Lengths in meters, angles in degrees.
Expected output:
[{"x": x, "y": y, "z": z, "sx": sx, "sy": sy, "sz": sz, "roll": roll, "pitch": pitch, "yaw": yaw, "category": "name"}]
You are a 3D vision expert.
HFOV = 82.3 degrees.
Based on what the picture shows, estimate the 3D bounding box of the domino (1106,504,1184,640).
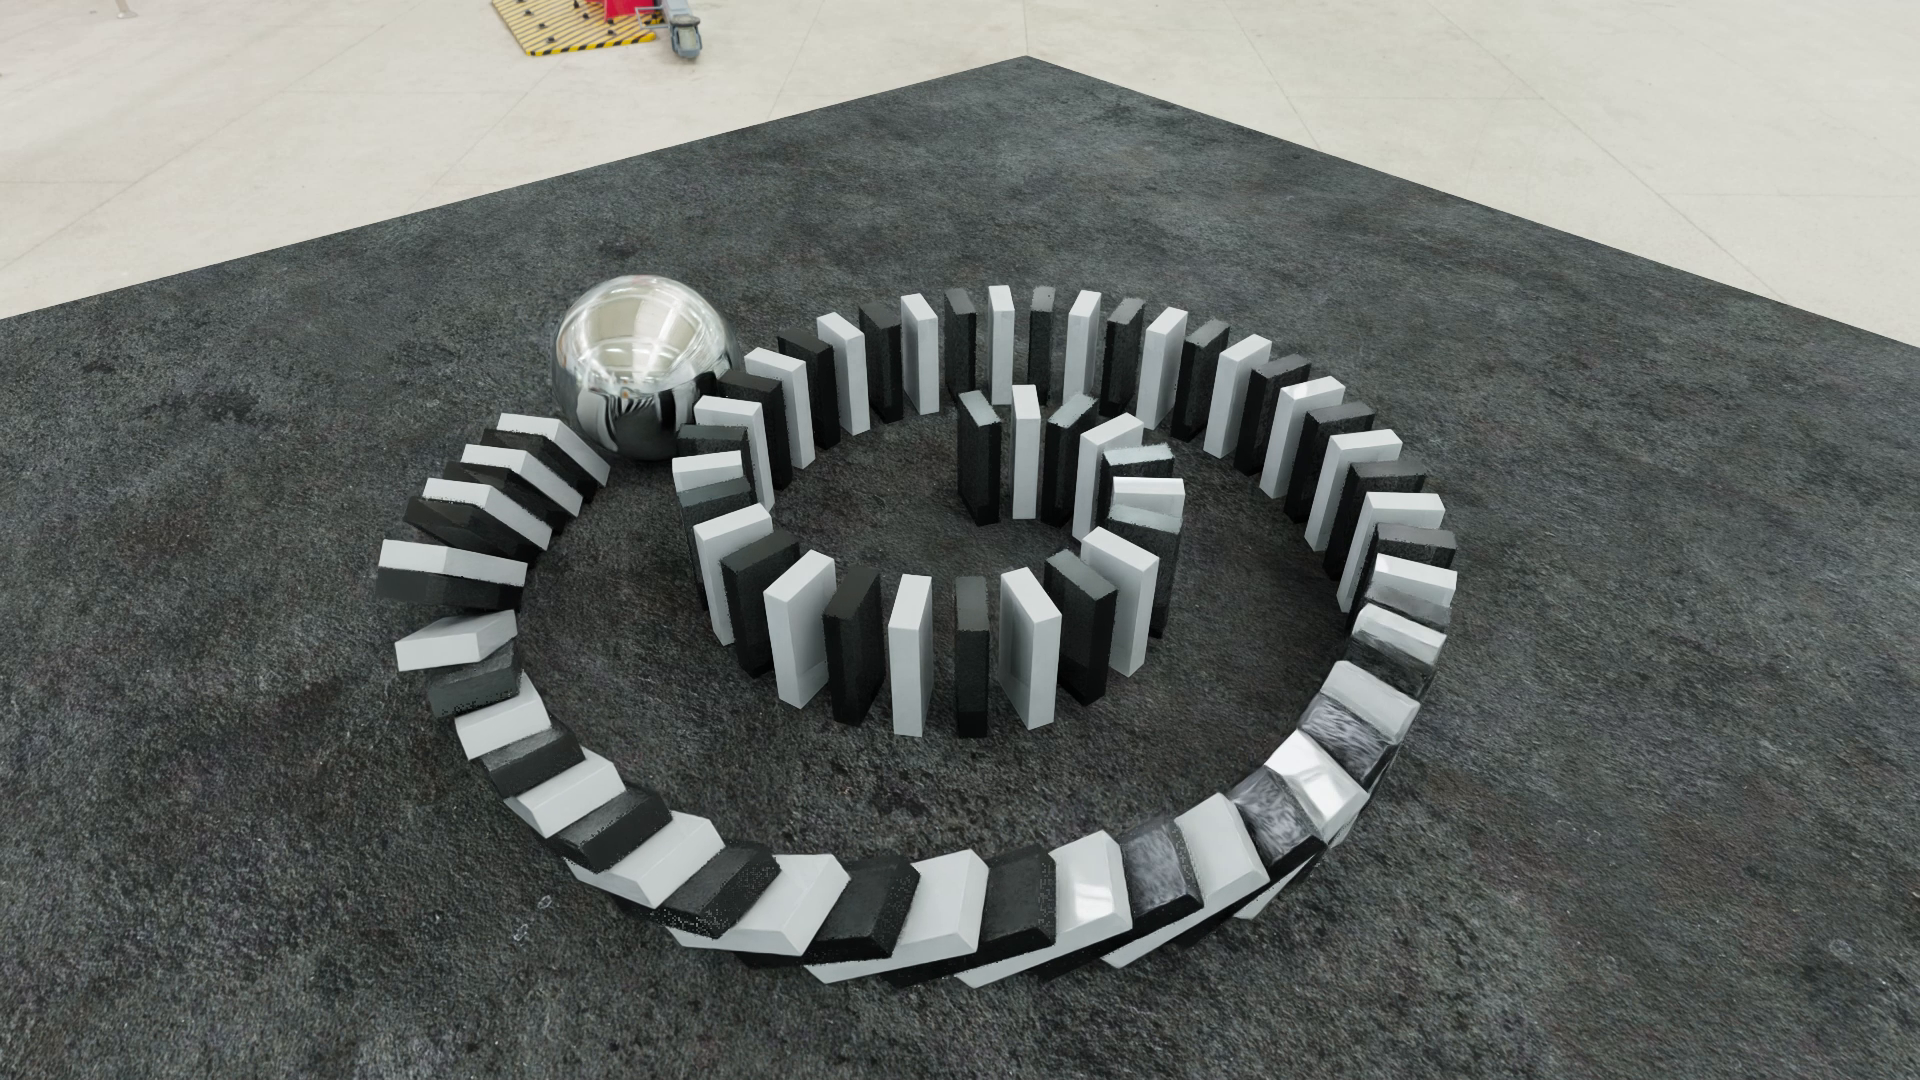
[{"x": 0.064, "y": 0.012, "z": 0.397, "sx": 0.025, "sy": 0.050, "sz": 0.009, "roll": 13, "pitch": 41, "yaw": 16, "category": "domino"}]

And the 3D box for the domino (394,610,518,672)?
[{"x": -0.173, "y": 0.034, "z": 0.381, "sx": 0.025, "sy": 0.009, "sz": 0.050, "roll": -7, "pitch": 6, "yaw": -8, "category": "domino"}]

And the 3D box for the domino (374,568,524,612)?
[{"x": -0.182, "y": 0.018, "z": 0.395, "sx": 0.025, "sy": 0.050, "sz": 0.010, "roll": 6, "pitch": 85, "yaw": 8, "category": "domino"}]

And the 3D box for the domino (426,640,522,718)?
[{"x": -0.161, "y": 0.046, "z": 0.368, "sx": 0.025, "sy": 0.009, "sz": 0.050, "roll": -16, "pitch": 10, "yaw": -19, "category": "domino"}]

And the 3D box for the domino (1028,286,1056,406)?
[{"x": 0.039, "y": -0.092, "z": 0.524, "sx": 0.009, "sy": 0.050, "sz": 0.025, "roll": 5, "pitch": 40, "yaw": 7, "category": "domino"}]

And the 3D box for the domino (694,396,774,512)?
[{"x": -0.092, "y": -0.034, "z": 0.453, "sx": 0.025, "sy": 0.050, "sz": 0.010, "roll": 9, "pitch": 40, "yaw": 10, "category": "domino"}]

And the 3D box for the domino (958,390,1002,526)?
[{"x": 0.008, "y": -0.033, "z": 0.452, "sx": 0.010, "sy": 0.050, "sz": 0.025, "roll": -13, "pitch": 41, "yaw": -15, "category": "domino"}]

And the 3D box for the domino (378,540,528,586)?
[{"x": -0.185, "y": 0.009, "z": 0.405, "sx": 0.025, "sy": 0.050, "sz": 0.009, "roll": 6, "pitch": 83, "yaw": 11, "category": "domino"}]

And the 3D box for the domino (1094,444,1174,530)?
[{"x": 0.067, "y": -0.013, "z": 0.427, "sx": 0.025, "sy": 0.050, "sz": 0.010, "roll": -7, "pitch": 40, "yaw": -8, "category": "domino"}]

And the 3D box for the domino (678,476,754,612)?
[{"x": -0.088, "y": 0.002, "z": 0.409, "sx": 0.025, "sy": 0.050, "sz": 0.010, "roll": -15, "pitch": 42, "yaw": -18, "category": "domino"}]

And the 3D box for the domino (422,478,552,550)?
[{"x": -0.182, "y": -0.009, "z": 0.425, "sx": 0.025, "sy": 0.050, "sz": 0.009, "roll": 7, "pitch": 73, "yaw": 8, "category": "domino"}]

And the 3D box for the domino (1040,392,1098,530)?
[{"x": 0.044, "y": -0.032, "z": 0.450, "sx": 0.009, "sy": 0.050, "sz": 0.025, "roll": 23, "pitch": 44, "yaw": 25, "category": "domino"}]

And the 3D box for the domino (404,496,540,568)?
[{"x": -0.184, "y": -0.002, "z": 0.416, "sx": 0.025, "sy": 0.050, "sz": 0.010, "roll": 7, "pitch": 73, "yaw": 8, "category": "domino"}]

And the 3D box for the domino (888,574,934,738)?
[{"x": -0.016, "y": 0.039, "z": 0.364, "sx": 0.010, "sy": 0.050, "sz": 0.025, "roll": 5, "pitch": 40, "yaw": 6, "category": "domino"}]

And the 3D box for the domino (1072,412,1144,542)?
[{"x": 0.059, "y": -0.024, "z": 0.440, "sx": 0.025, "sy": 0.050, "sz": 0.010, "roll": -27, "pitch": 46, "yaw": -29, "category": "domino"}]

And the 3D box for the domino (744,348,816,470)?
[{"x": -0.078, "y": -0.057, "z": 0.481, "sx": 0.025, "sy": 0.050, "sz": 0.009, "roll": 20, "pitch": 43, "yaw": 22, "category": "domino"}]

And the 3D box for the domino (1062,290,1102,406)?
[{"x": 0.058, "y": -0.089, "z": 0.520, "sx": 0.010, "sy": 0.050, "sz": 0.025, "roll": 12, "pitch": 41, "yaw": 14, "category": "domino"}]

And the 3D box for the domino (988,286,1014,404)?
[{"x": 0.019, "y": -0.093, "z": 0.524, "sx": 0.009, "sy": 0.050, "sz": 0.025, "roll": -3, "pitch": 39, "yaw": -3, "category": "domino"}]

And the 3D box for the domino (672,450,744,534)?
[{"x": -0.094, "y": -0.010, "z": 0.423, "sx": 0.025, "sy": 0.050, "sz": 0.009, "roll": -8, "pitch": 40, "yaw": -10, "category": "domino"}]

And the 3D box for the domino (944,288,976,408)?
[{"x": 0.000, "y": -0.091, "z": 0.522, "sx": 0.009, "sy": 0.050, "sz": 0.025, "roll": -8, "pitch": 40, "yaw": -10, "category": "domino"}]

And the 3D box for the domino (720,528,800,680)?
[{"x": -0.067, "y": 0.023, "z": 0.384, "sx": 0.025, "sy": 0.050, "sz": 0.010, "roll": -29, "pitch": 48, "yaw": -31, "category": "domino"}]

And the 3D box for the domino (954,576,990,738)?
[{"x": 0.004, "y": 0.039, "z": 0.363, "sx": 0.010, "sy": 0.050, "sz": 0.025, "roll": -2, "pitch": 39, "yaw": -2, "category": "domino"}]

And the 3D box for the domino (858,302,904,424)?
[{"x": -0.037, "y": -0.082, "z": 0.512, "sx": 0.009, "sy": 0.050, "sz": 0.025, "roll": -18, "pitch": 43, "yaw": -21, "category": "domino"}]

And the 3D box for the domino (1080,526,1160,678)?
[{"x": 0.054, "y": 0.022, "z": 0.384, "sx": 0.025, "sy": 0.050, "sz": 0.009, "roll": 29, "pitch": 48, "yaw": 31, "category": "domino"}]

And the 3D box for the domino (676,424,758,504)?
[{"x": -0.095, "y": -0.022, "z": 0.438, "sx": 0.025, "sy": 0.050, "sz": 0.010, "roll": 2, "pitch": 39, "yaw": 2, "category": "domino"}]

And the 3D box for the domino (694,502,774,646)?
[{"x": -0.079, "y": 0.013, "z": 0.396, "sx": 0.025, "sy": 0.050, "sz": 0.010, "roll": -22, "pitch": 44, "yaw": -24, "category": "domino"}]

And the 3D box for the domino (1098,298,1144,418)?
[{"x": 0.076, "y": -0.085, "z": 0.515, "sx": 0.009, "sy": 0.050, "sz": 0.025, "roll": 17, "pitch": 42, "yaw": 19, "category": "domino"}]

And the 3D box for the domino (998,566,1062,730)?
[{"x": 0.023, "y": 0.037, "z": 0.367, "sx": 0.010, "sy": 0.050, "sz": 0.025, "roll": -15, "pitch": 42, "yaw": -17, "category": "domino"}]

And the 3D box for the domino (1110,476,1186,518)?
[{"x": 0.068, "y": 0.000, "z": 0.412, "sx": 0.025, "sy": 0.050, "sz": 0.009, "roll": 2, "pitch": 39, "yaw": 2, "category": "domino"}]

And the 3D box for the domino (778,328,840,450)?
[{"x": -0.067, "y": -0.067, "z": 0.494, "sx": 0.025, "sy": 0.050, "sz": 0.009, "roll": 28, "pitch": 47, "yaw": 30, "category": "domino"}]

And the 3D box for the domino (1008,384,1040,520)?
[{"x": 0.026, "y": -0.036, "z": 0.456, "sx": 0.009, "sy": 0.050, "sz": 0.025, "roll": -1, "pitch": 39, "yaw": -2, "category": "domino"}]

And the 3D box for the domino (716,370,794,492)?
[{"x": -0.087, "y": -0.046, "z": 0.468, "sx": 0.025, "sy": 0.050, "sz": 0.010, "roll": 14, "pitch": 41, "yaw": 16, "category": "domino"}]

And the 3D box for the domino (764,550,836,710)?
[{"x": -0.052, "y": 0.031, "z": 0.374, "sx": 0.009, "sy": 0.050, "sz": 0.025, "roll": 21, "pitch": 44, "yaw": 24, "category": "domino"}]

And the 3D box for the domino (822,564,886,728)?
[{"x": -0.035, "y": 0.036, "z": 0.368, "sx": 0.010, "sy": 0.050, "sz": 0.025, "roll": 12, "pitch": 41, "yaw": 14, "category": "domino"}]

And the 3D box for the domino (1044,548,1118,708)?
[{"x": 0.039, "y": 0.030, "z": 0.374, "sx": 0.010, "sy": 0.050, "sz": 0.025, "roll": -25, "pitch": 46, "yaw": -27, "category": "domino"}]

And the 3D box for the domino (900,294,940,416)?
[{"x": -0.019, "y": -0.087, "z": 0.518, "sx": 0.010, "sy": 0.050, "sz": 0.025, "roll": -13, "pitch": 41, "yaw": -15, "category": "domino"}]

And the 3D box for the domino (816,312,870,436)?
[{"x": -0.053, "y": -0.076, "z": 0.504, "sx": 0.009, "sy": 0.050, "sz": 0.025, "roll": -25, "pitch": 45, "yaw": -27, "category": "domino"}]
